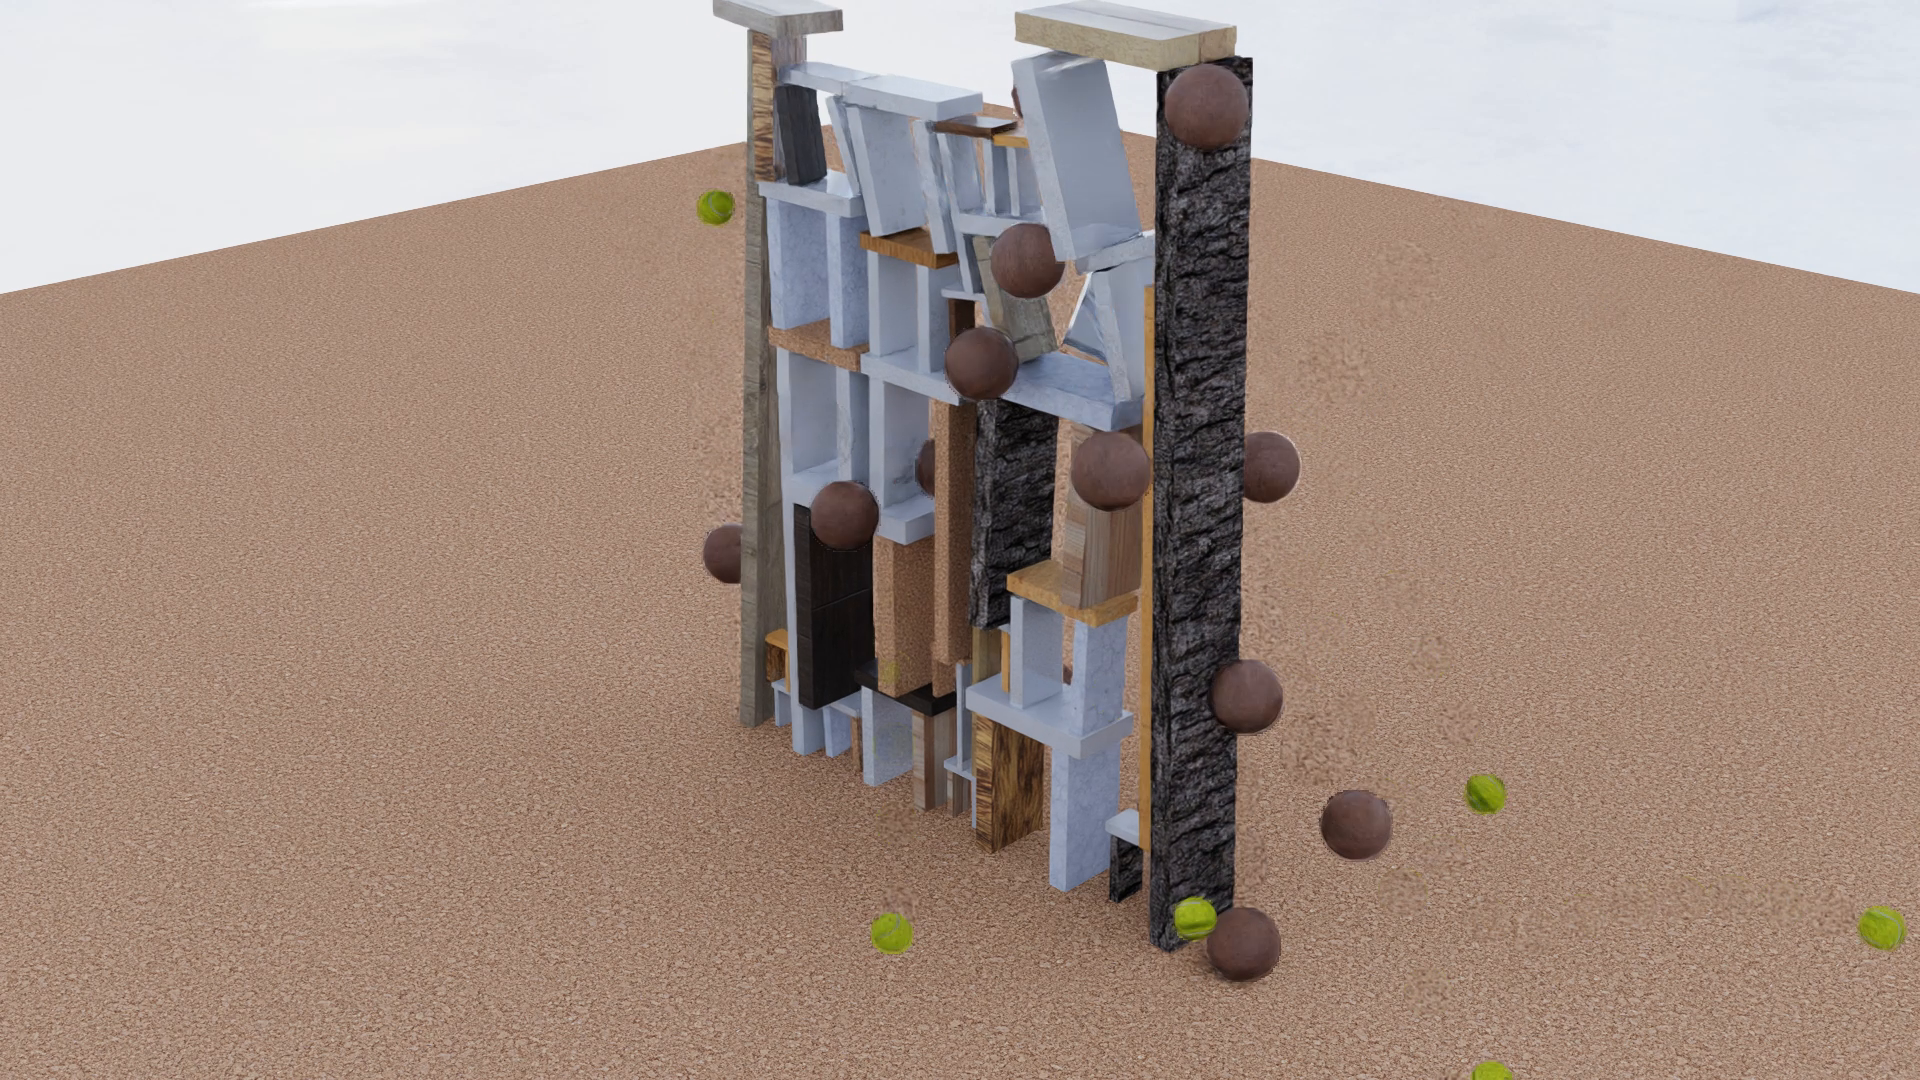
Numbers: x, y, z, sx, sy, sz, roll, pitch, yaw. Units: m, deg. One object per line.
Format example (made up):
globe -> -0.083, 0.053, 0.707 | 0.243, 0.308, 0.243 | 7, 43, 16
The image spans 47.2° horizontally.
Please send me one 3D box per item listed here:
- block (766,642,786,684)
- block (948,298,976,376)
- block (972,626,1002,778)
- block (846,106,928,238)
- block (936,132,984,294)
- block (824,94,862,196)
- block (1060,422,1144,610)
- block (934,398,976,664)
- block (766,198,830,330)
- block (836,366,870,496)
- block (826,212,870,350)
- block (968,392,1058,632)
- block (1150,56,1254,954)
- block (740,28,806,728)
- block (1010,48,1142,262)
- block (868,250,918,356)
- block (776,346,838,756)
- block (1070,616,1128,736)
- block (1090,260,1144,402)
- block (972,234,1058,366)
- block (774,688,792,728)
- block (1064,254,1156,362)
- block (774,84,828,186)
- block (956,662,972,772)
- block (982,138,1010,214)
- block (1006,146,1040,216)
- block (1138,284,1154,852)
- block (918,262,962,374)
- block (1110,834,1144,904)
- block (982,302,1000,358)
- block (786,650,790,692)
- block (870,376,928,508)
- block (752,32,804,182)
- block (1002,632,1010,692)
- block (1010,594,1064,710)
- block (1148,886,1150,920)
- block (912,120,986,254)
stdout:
block -> -0.397, 0.258, 4.761 | 0.048, 0.096, 0.014 | -21, 33, -41
block -> 0.005, -0.380, 4.048 | 0.015, 0.148, 0.052 | 17, 29, 42
block -> 0.051, 0.304, 4.302 | 0.061, 0.340, 0.017 | -21, 31, -41
block -> -0.133, -0.690, 4.067 | 0.119, 0.238, 0.034 | -22, 16, -41
block -> 0.011, -0.592, 3.949 | 0.019, 0.290, 0.068 | 3, 21, 38
block -> -0.183, -0.743, 4.103 | 0.093, 0.185, 0.026 | -20, 5, -38
block -> 0.268, -0.060, 3.935 | 0.172, 0.344, 0.049 | -18, 31, -40
block -> 0.011, -0.028, 4.190 | 0.130, 0.536, 0.037 | -21, 32, -40
block -> -0.313, -0.554, 4.321 | 0.130, 0.260, 0.037 | -22, 30, -40
block -> -0.180, -0.228, 4.309 | 0.037, 0.260, 0.130 | 21, 31, 40
block -> -0.191, -0.507, 4.205 | 0.130, 0.260, 0.037 | -22, 30, -40
block -> 0.101, -0.070, 4.111 | 0.049, 0.461, 0.172 | 22, 29, 40
block -> 0.408, -0.016, 3.768 | 0.170, 1.586, 0.048 | -18, 27, -37
block -> -0.390, -0.308, 4.543 | 0.040, 1.518, 0.140 | 17, 27, 27
block -> 0.198, -0.658, 3.700 | 0.170, 0.340, 0.048 | -27, 20, -38
block -> -0.126, -0.458, 4.158 | 0.029, 0.202, 0.101 | 20, 31, 40
block -> -0.302, 0.020, 4.554 | 0.037, 0.905, 0.130 | 21, 31, 41
block -> 0.255, 0.237, 4.045 | 0.032, 0.224, 0.112 | 22, 30, 40
block -> 0.286, -0.362, 3.788 | 0.032, 0.227, 0.113 | -4, 16, 33
block -> 0.101, -0.444, 3.967 | 0.034, 0.238, 0.119 | -4, 14, 45
block -> -0.382, 0.359, 4.798 | 0.013, 0.092, 0.046 | 21, 31, 41
block -> 0.282, -0.440, 3.948 | 0.119, 0.238, 0.034 | 23, -16, -10
block -> -0.301, -0.773, 4.168 | 0.026, 0.185, 0.093 | 5, 22, 33
block -> 0.016, 0.343, 4.344 | 0.049, 0.237, 0.014 | -22, 32, -40
block -> 0.072, -0.653, 3.893 | 0.019, 0.137, 0.068 | 12, 25, 37
block -> 0.112, -0.640, 3.867 | 0.018, 0.129, 0.064 | 11, 25, 36
block -> 0.368, 0.060, 3.856 | 0.032, 1.050, 0.113 | 19, 29, 42
block -> -0.032, -0.420, 4.071 | 0.029, 0.202, 0.101 | 21, 31, 40
block -> 0.314, 0.606, 4.148 | 0.072, 0.143, 0.020 | -21, 30, -41
block -> 0.069, -0.390, 4.011 | 0.015, 0.104, 0.052 | 0, 21, 33
block -> -0.351, 0.276, 4.719 | 0.048, 0.096, 0.014 | -21, 34, -41
block -> -0.117, -0.205, 4.251 | 0.037, 0.261, 0.130 | 20, 30, 36
block -> -0.347, -0.839, 4.205 | 0.040, 0.279, 0.140 | 10, 25, 19
block -> 0.108, 0.225, 4.207 | 0.017, 0.121, 0.061 | 20, 29, 41
block -> 0.145, 0.196, 4.144 | 0.032, 0.224, 0.112 | 20, 30, 41
block -> 0.382, 0.633, 4.086 | 0.020, 0.143, 0.072 | 21, 30, 41
block -> -0.015, -0.645, 3.964 | 0.034, 0.238, 0.119 | 3, 20, 43
